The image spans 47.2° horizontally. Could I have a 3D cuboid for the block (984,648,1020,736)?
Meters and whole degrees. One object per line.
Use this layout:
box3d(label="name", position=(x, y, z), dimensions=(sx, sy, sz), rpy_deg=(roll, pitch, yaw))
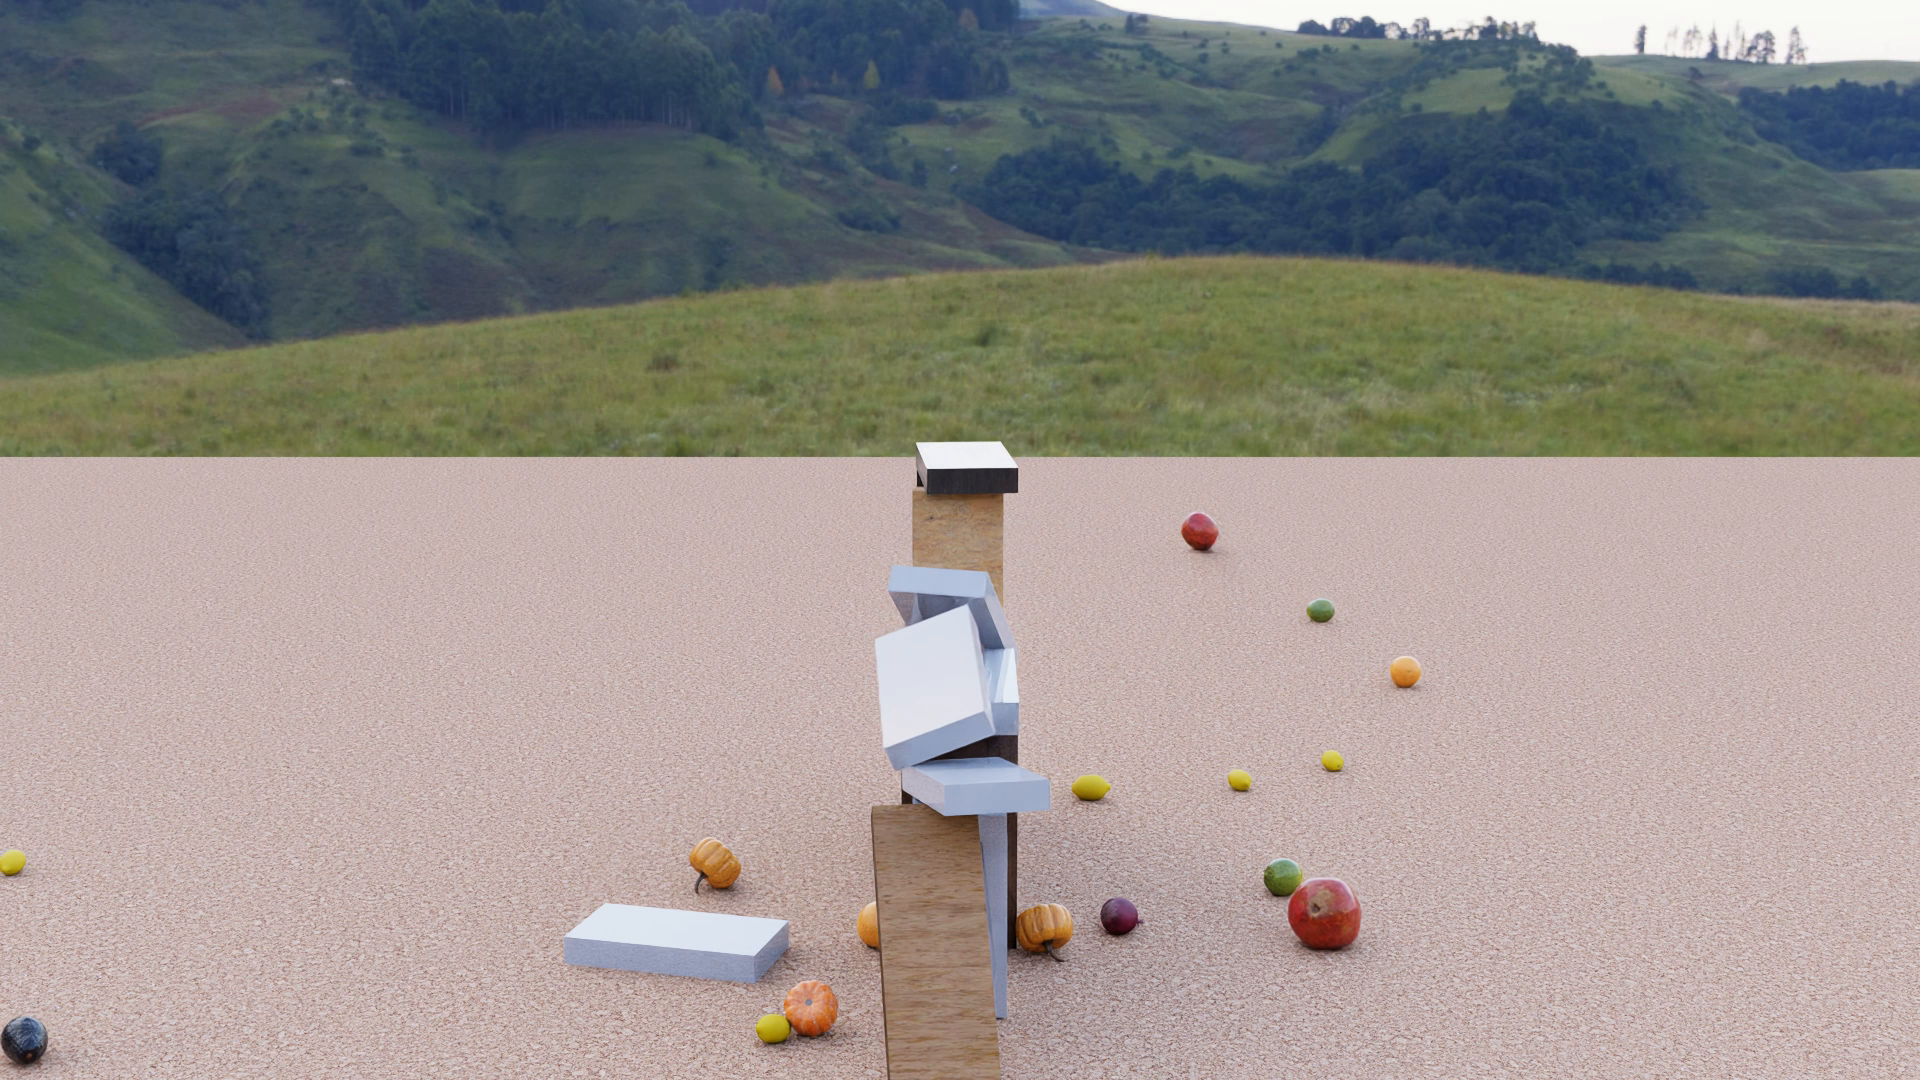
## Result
box3d(label="block", position=(0.000, 0.237, 3.477), dimensions=(0.178, 0.050, 0.355), rpy_deg=(0, 10, 0))

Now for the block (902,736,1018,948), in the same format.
box3d(label="block", position=(-0.001, 0.457, 3.406), dimensions=(0.178, 0.355, 0.050), rpy_deg=(0, 13, 0))

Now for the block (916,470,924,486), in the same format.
box3d(label="block", position=(-0.001, 0.085, 4.045), dimensions=(0.156, 0.434, 0.044), rpy_deg=(0, 10, 1))

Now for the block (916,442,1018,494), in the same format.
box3d(label="block", position=(0.009, -0.129, 3.889), dimensions=(0.156, 0.044, 0.311), rpy_deg=(-1, 11, -5))

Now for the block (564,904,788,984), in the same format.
box3d(label="block", position=(-0.435, 0.620, 3.390), dimensions=(0.308, 0.044, 0.154), rpy_deg=(3, 11, 15))

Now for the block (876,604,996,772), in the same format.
box3d(label="block", position=(-0.041, 0.215, 3.262), dimensions=(0.154, 0.044, 0.308), rpy_deg=(-21, 27, 6))

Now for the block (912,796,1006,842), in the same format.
box3d(label="block", position=(-0.004, 0.382, 3.224), dimensions=(0.132, 0.037, 0.265), rpy_deg=(0, 11, -1))

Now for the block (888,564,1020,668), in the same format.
box3d(label="block", position=(-0.006, 0.136, 3.624), dimensions=(0.154, 0.044, 0.381), rpy_deg=(4, -21, 11))

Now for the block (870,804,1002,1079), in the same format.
box3d(label="block", position=(-0.035, 0.549, 2.974), dimensions=(0.145, 0.394, 0.041), rpy_deg=(-1, -28, -7))

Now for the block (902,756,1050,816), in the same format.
box3d(label="block", position=(0.018, 0.343, 3.079), dimensions=(0.145, 0.041, 0.291), rpy_deg=(-1, 1, -13))

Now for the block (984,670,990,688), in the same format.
box3d(label="block", position=(0.018, 0.224, 3.279), dimensions=(0.047, 0.013, 0.095), rpy_deg=(3, 32, 5))

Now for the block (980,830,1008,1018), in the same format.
box3d(label="block", position=(0.001, 0.550, 3.154), dimensions=(0.132, 0.265, 0.037), rpy_deg=(0, 5, 0))

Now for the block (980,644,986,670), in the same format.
box3d(label="block", position=(0.015, 0.190, 3.362), dimensions=(0.047, 0.013, 0.094), rpy_deg=(0, 30, -1))

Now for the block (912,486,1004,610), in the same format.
box3d(label="block", position=(-0.004, 0.064, 3.823), dimensions=(0.156, 0.311, 0.044), rpy_deg=(-1, 11, -3))
